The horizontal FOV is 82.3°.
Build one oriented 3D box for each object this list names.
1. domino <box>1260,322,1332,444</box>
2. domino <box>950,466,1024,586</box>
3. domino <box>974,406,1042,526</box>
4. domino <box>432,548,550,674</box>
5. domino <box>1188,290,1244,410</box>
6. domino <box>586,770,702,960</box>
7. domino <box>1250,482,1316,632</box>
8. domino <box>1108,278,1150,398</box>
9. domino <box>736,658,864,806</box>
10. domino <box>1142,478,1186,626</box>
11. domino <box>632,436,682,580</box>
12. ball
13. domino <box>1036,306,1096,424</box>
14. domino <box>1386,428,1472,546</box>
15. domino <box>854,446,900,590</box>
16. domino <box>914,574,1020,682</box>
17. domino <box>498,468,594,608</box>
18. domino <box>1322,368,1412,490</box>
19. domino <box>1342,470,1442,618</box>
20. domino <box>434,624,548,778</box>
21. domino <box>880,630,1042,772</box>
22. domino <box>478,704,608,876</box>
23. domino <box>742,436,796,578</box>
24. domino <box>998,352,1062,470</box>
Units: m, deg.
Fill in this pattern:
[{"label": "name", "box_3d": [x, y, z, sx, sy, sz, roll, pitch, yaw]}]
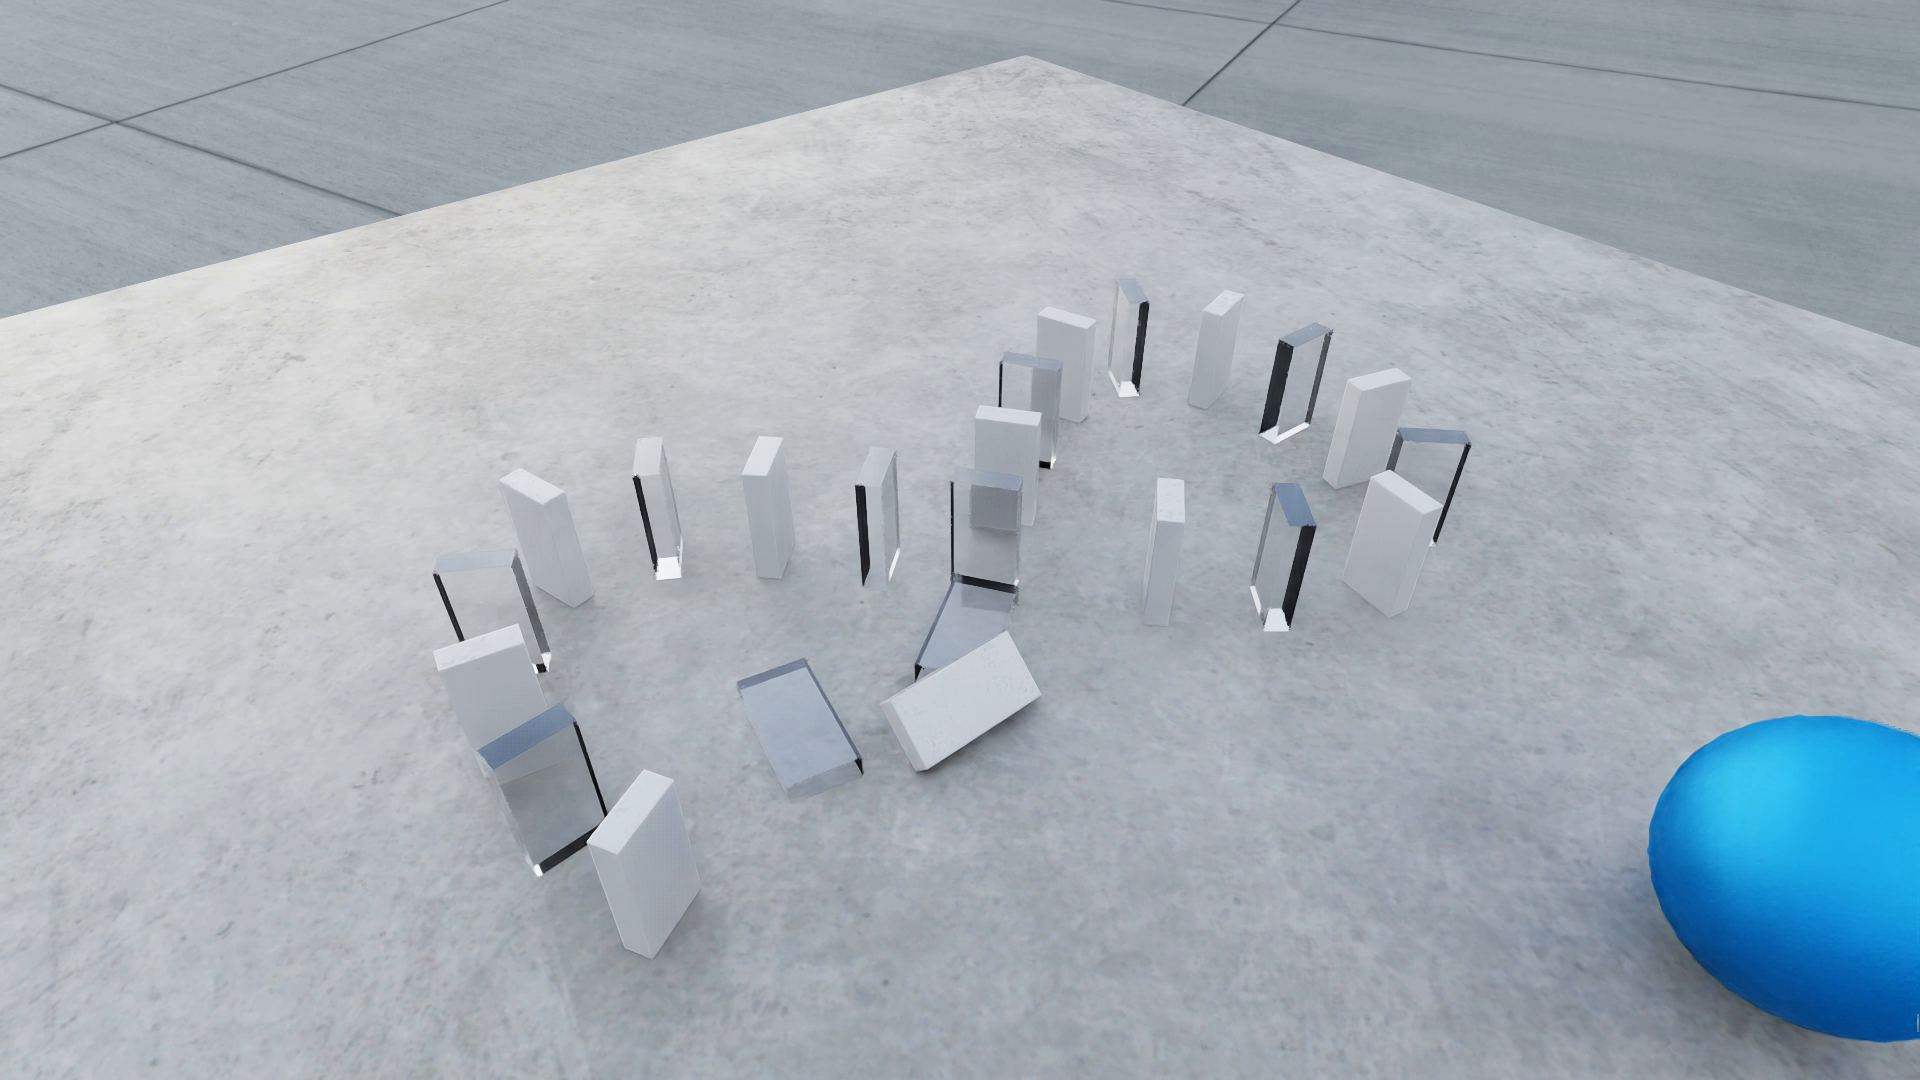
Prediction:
[{"label": "domino", "box_3d": [0.152, -0.071, 0.498, 0.025, 0.050, 0.009, -26, 46, -28]}, {"label": "domino", "box_3d": [0.010, -0.003, 0.415, 0.025, 0.050, 0.010, 9, 40, 11]}, {"label": "domino", "box_3d": [0.019, -0.030, 0.448, 0.025, 0.050, 0.009, 8, 40, 10]}, {"label": "domino", "box_3d": [-0.161, 0.026, 0.380, 0.025, 0.050, 0.009, -6, 40, -7]}, {"label": "domino", "box_3d": [0.121, -0.090, 0.521, 0.009, 0.050, 0.025, 24, 45, 26]}, {"label": "domino", "box_3d": [-0.086, 0.090, 0.302, 0.009, 0.050, 0.025, 15, 42, 17]}, {"label": "domino", "box_3d": [0.118, 0.007, 0.403, 0.010, 0.050, 0.025, 0, 39, 0]}, {"label": "domino", "box_3d": [0.081, -0.097, 0.530, 0.009, 0.050, 0.025, -5, 40, -6]}, {"label": "domino", "box_3d": [-0.054, 0.063, 0.367, 0.025, 0.010, 0.050, -18, 43, -21]}, {"label": "domino", "box_3d": [0.075, 0.005, 0.405, 0.009, 0.050, 0.025, 5, 40, 6]}, {"label": "domino", "box_3d": [-0.117, -0.012, 0.426, 0.009, 0.050, 0.025, -6, 40, -7]}, {"label": "ball", "box_3d": [0.224, 0.085, 0.283, 0.080, 0.080, 0.080, 0, 39, 0]}, {"label": "domino", "box_3d": [0.048, -0.081, 0.510, 0.025, 0.050, 0.009, 22, 44, 24]}, {"label": "domino", "box_3d": [0.182, -0.021, 0.437, 0.025, 0.050, 0.009, 4, 39, 5]}, {"label": "domino", "box_3d": [-0.031, -0.008, 0.421, 0.010, 0.050, 0.025, 7, 40, 8]}, {"label": "domino", "box_3d": [0.003, 0.034, 0.402, 0.025, 0.010, 0.050, 11, 41, 13]}, {"label": "domino", "box_3d": [-0.154, 0.000, 0.412, 0.025, 0.050, 0.010, 24, 45, 27]}, {"label": "domino", "box_3d": [0.173, -0.047, 0.469, 0.025, 0.050, 0.010, -14, 41, -17]}, {"label": "domino", "box_3d": [0.160, 0.002, 0.409, 0.009, 0.050, 0.025, -20, 43, -22]}, {"label": "domino", "box_3d": [-0.145, 0.052, 0.348, 0.025, 0.050, 0.010, -19, 43, -22]}, {"label": "domino", "box_3d": [0.001, 0.053, 0.367, 0.050, 0.009, 0.025, -28, 90, -30]}, {"label": "domino", "box_3d": [-0.120, 0.074, 0.322, 0.025, 0.050, 0.009, -32, 49, -33]}, {"label": "domino", "box_3d": [-0.074, -0.012, 0.426, 0.009, 0.050, 0.025, 4, 40, 5]}, {"label": "domino", "box_3d": [0.030, -0.056, 0.480, 0.025, 0.050, 0.009, 12, 41, 14]}]
